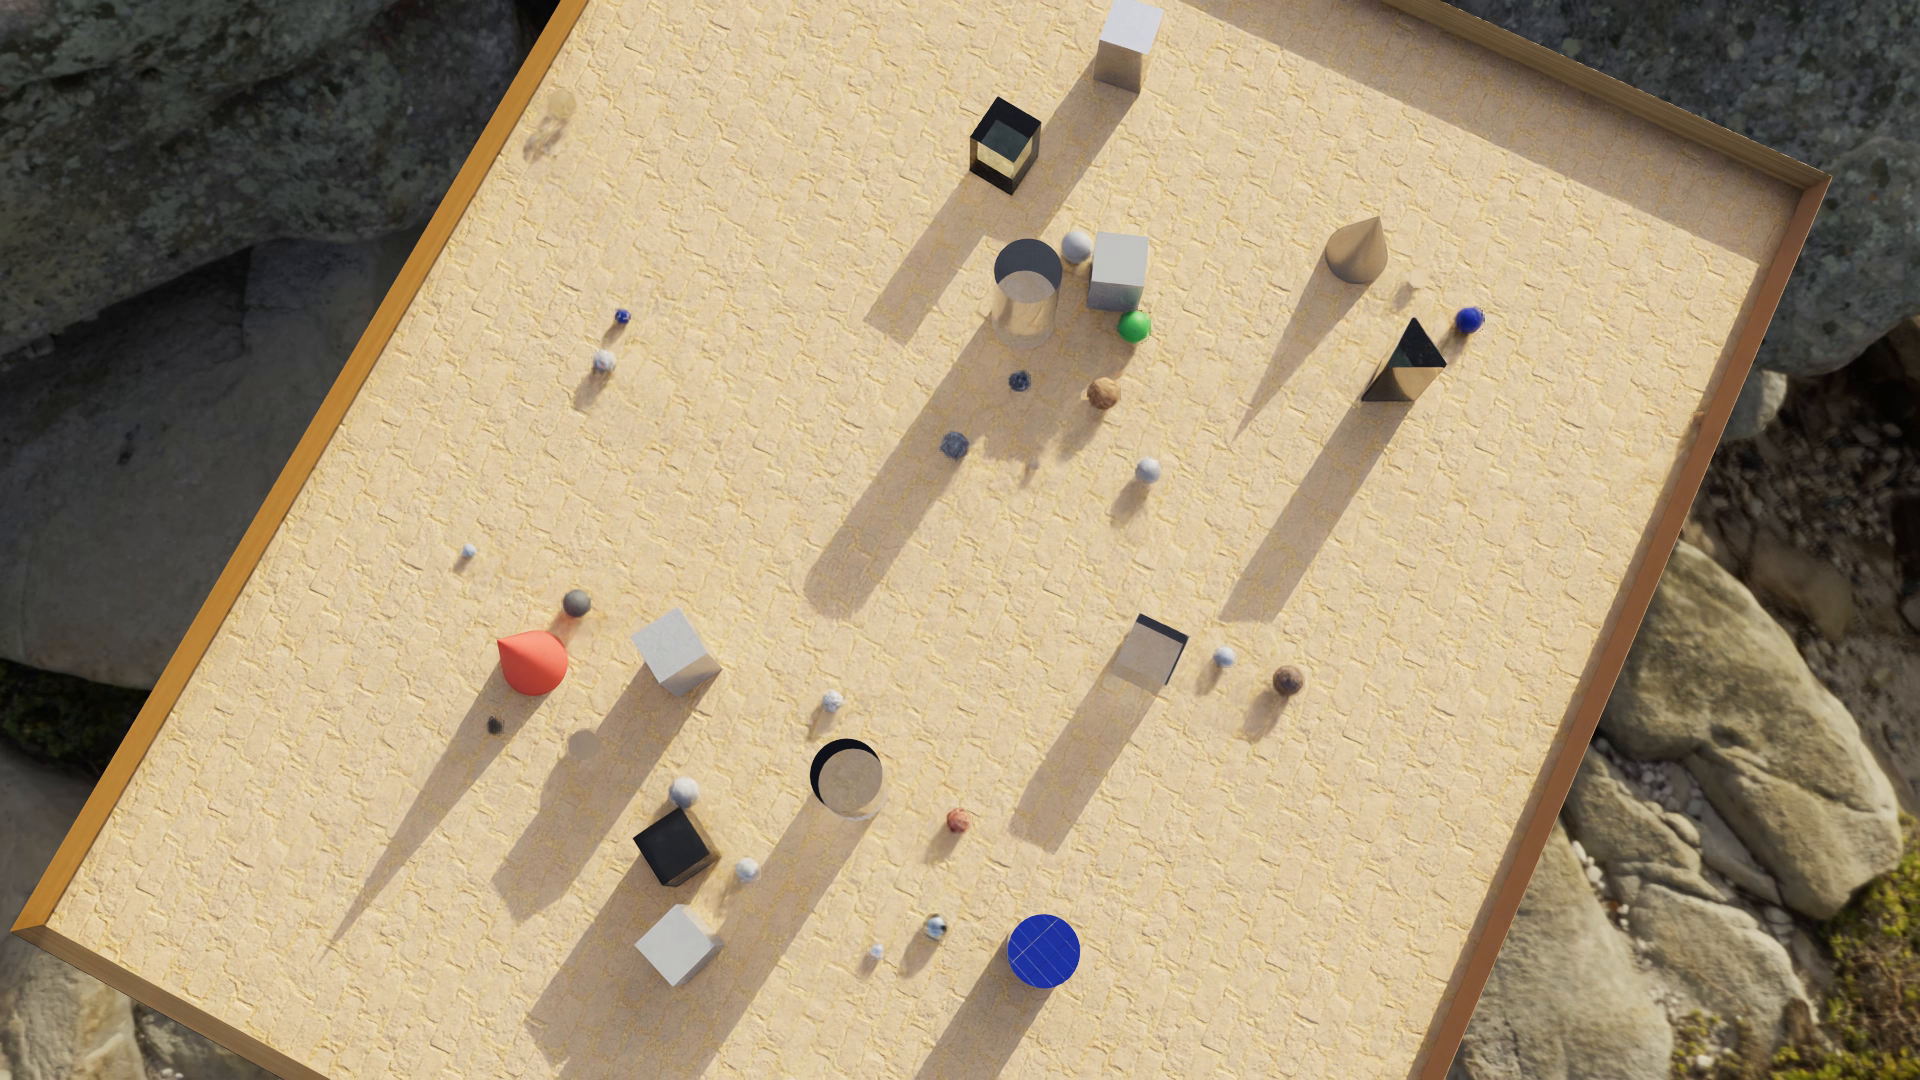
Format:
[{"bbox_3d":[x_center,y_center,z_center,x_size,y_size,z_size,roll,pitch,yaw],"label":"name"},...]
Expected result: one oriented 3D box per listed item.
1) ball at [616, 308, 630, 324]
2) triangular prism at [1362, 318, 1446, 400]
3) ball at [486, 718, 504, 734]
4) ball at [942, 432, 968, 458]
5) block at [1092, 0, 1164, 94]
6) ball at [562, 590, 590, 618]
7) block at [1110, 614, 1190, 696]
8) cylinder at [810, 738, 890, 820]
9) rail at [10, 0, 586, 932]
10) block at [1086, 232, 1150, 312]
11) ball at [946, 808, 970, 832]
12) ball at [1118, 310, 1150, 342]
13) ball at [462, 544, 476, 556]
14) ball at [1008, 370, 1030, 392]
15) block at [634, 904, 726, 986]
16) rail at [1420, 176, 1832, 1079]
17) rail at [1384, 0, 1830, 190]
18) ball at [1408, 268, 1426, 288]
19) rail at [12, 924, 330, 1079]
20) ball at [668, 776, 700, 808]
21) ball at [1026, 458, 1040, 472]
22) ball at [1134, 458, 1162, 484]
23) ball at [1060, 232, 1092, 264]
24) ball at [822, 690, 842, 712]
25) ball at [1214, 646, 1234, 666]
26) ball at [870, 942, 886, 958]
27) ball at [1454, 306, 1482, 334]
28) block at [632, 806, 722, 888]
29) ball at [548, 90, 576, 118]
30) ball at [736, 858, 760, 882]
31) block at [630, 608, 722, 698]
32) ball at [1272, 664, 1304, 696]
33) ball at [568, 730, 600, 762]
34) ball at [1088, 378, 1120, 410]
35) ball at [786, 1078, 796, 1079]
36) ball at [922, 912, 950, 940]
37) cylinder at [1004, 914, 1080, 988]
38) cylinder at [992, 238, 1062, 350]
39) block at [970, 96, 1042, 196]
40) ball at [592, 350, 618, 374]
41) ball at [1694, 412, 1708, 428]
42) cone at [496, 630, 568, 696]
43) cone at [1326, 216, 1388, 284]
[{"bbox_3d":[-1.055,-0.699,5.737,0.049,0.049,0.049,0,78,0],"label":"ball"},{"bbox_3d":[1.335,-0.545,5.546,0.173,0.360,0.150,0,78,0],"label":"triangular prism"},{"bbox_3d":[-1.390,0.556,5.476,0.050,0.050,0.050,0,78,0],"label":"ball"},{"bbox_3d":[-0.016,-0.292,5.634,0.084,0.084,0.084,0,78,0],"label":"ball"},{"bbox_3d":[0.532,-1.565,5.800,0.160,0.276,0.160,19,79,4],"label":"block"},{"bbox_3d":[-1.157,0.192,5.534,0.085,0.085,0.085,0,78,0],"label":"ball"},{"bbox_3d":[0.559,0.340,5.421,0.160,0.246,0.160,25,79,5],"label":"block"},{"bbox_3d":[-0.310,0.689,5.232,0.199,0.474,0.199,0,78,0],"label":"cylinder"},{"bbox_3d":[-1.697,-0.824,5.720,0.045,0.130,4.500,26,80,5],"label":"rail"},{"bbox_3d":[0.484,-0.823,5.658,0.160,0.253,0.160,6,78,1],"label":"block"},{"bbox_3d":[-0.006,0.827,5.409,0.071,0.071,0.071,0,78,0],"label":"ball"},{"bbox_3d":[0.541,-0.664,5.703,0.100,0.100,0.100,0,78,0],"label":"ball"},{"bbox_3d":[-1.497,0.031,5.589,0.042,0.042,0.042,0,78,0],"label":"ball"},{"bbox_3d":[0.184,-0.492,5.685,0.065,0.065,0.065,0,78,0],"label":"ball"},{"bbox_3d":[-0.799,1.159,5.249,0.160,0.249,0.160,-44,82,-8],"label":"block"},{"bbox_3d":[1.697,0.838,5.376,0.045,0.130,4.500,26,80,5],"label":"rail"},{"bbox_3d":[0.996,-1.943,5.952,3.842,0.130,0.045,26,80,5],"label":"rail"},{"bbox_3d":[1.437,-0.823,5.758,0.056,0.056,0.056,0,78,0],"label":"ball"},{"bbox_3d":[-0.996,1.957,5.144,3.842,0.130,0.045,26,80,5],"label":"rail"},{"bbox_3d":[-0.815,0.747,5.415,0.092,0.092,0.092,0,78,0],"label":"ball"},{"bbox_3d":[0.226,-0.232,5.644,0.041,0.041,0.041,0,78,0],"label":"ball"},{"bbox_3d":[0.577,-0.210,5.619,0.082,0.082,0.082,0,78,0],"label":"ball"},{"bbox_3d":[0.367,-0.918,5.756,0.100,0.100,0.100,0,78,0],"label":"ball"},{"bbox_3d":[-0.382,0.480,5.485,0.064,0.064,0.064,0,78,0],"label":"ball"},{"bbox_3d":[0.794,0.350,5.513,0.061,0.061,0.061,0,78,0],"label":"ball"},{"bbox_3d":[-0.240,1.196,5.344,0.049,0.049,0.049,0,78,0],"label":"ball"},{"bbox_3d":[1.586,-0.685,5.716,0.084,0.084,0.084,0,78,0],"label":"ball"},{"bbox_3d":[-0.814,0.889,5.296,0.160,0.268,0.160,-33,80,-7],"label":"block"},{"bbox_3d":[-1.272,-1.393,5.859,0.090,0.090,0.090,0,78,0],"label":"ball"},{"bbox_3d":[-0.625,0.968,5.380,0.071,0.071,0.071,0,78,0],"label":"ball"},{"bbox_3d":[-0.826,0.333,5.370,0.160,0.348,0.160,-33,80,-6],"label":"block"},{"bbox_3d":[0.981,0.419,5.483,0.093,0.093,0.093,0,78,0],"label":"ball"},{"bbox_3d":[-1.118,0.609,5.443,0.093,0.093,0.093,0,78,0],"label":"ball"},{"bbox_3d":[0.443,-0.452,5.660,0.099,0.099,0.099,0,78,0],"label":"ball"},{"bbox_3d":[-0.485,1.584,5.245,0.085,0.085,0.085,0,78,0],"label":"ball"},{"bbox_3d":[-0.070,1.126,5.343,0.079,0.079,0.079,0,78,0],"label":"ball"},{"bbox_3d":[0.231,1.164,5.200,0.199,0.343,0.199,0,78,0],"label":"cylinder"},{"bbox_3d":[0.198,-0.737,5.543,0.199,0.442,0.199,0,78,0],"label":"cylinder"},{"bbox_3d":[0.140,-1.231,5.739,0.160,0.260,0.160,32,80,6],"label":"block"},{"bbox_3d":[-1.103,-0.551,5.692,0.076,0.076,0.076,0,78,0],"label":"ball"},{"bbox_3d":[2.293,-0.373,5.670,0.046,0.046,0.046,0,78,0],"label":"ball"},{"bbox_3d":[-1.285,0.324,5.310,0.199,0.470,0.199,0,78,0],"label":"cone"},{"bbox_3d":[1.256,-0.938,5.644,0.199,0.326,0.199,0,78,0],"label":"cone"}]
